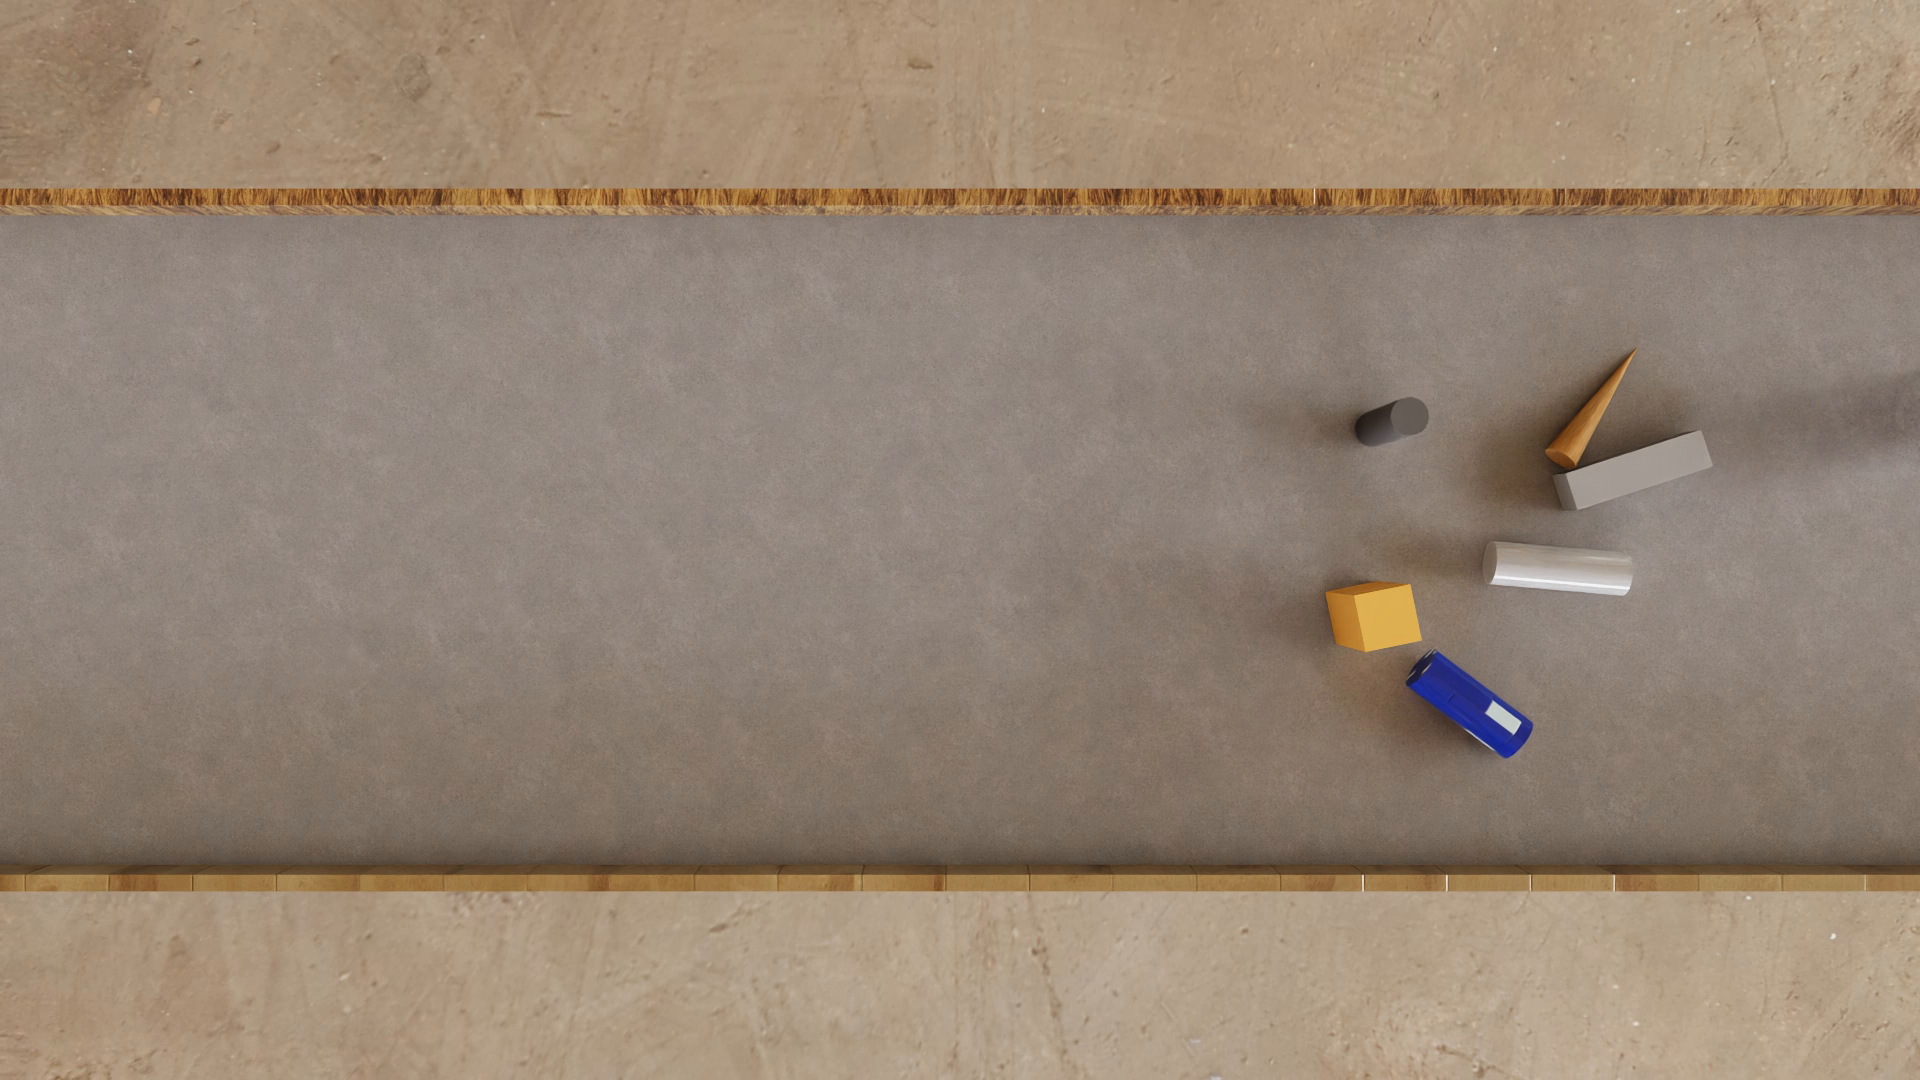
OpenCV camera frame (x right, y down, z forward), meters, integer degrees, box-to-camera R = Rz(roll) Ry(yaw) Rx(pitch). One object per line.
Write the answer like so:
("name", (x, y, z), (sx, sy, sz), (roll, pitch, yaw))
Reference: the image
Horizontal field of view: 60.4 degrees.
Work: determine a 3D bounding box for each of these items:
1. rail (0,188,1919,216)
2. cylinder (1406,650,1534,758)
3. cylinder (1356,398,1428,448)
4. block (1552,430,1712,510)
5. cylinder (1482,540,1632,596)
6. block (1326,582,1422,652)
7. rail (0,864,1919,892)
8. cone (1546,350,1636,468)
("rail", (-2.247, -1.025, 5.002), (12.000, 0.150, 0.050), (0, 90, 0))
("cylinder", (1.545, 0.497, 5.006), (0.366, 0.141, 0.141), (37, 90, 0))
("cylinder", (1.273, -0.345, 4.877), (0.109, 0.397, 0.109), (0, 88, -1))
("block", (2.043, -0.211, 5.018), (0.428, 0.116, 0.116), (-18, 90, 0))
("cylinder", (1.813, 0.086, 5.011), (0.409, 0.132, 0.132), (5, 90, 0))
("block", (1.221, 0.223, 4.892), (0.164, 0.368, 0.164), (-12, 90, 0))
("rail", (-2.247, 1.025, 5.001), (12.000, 0.150, 0.050), (0, 90, 0))
("cone", (1.960, -0.424, 5.051), (0.101, 0.101, 0.440), (36, 83, 0))
